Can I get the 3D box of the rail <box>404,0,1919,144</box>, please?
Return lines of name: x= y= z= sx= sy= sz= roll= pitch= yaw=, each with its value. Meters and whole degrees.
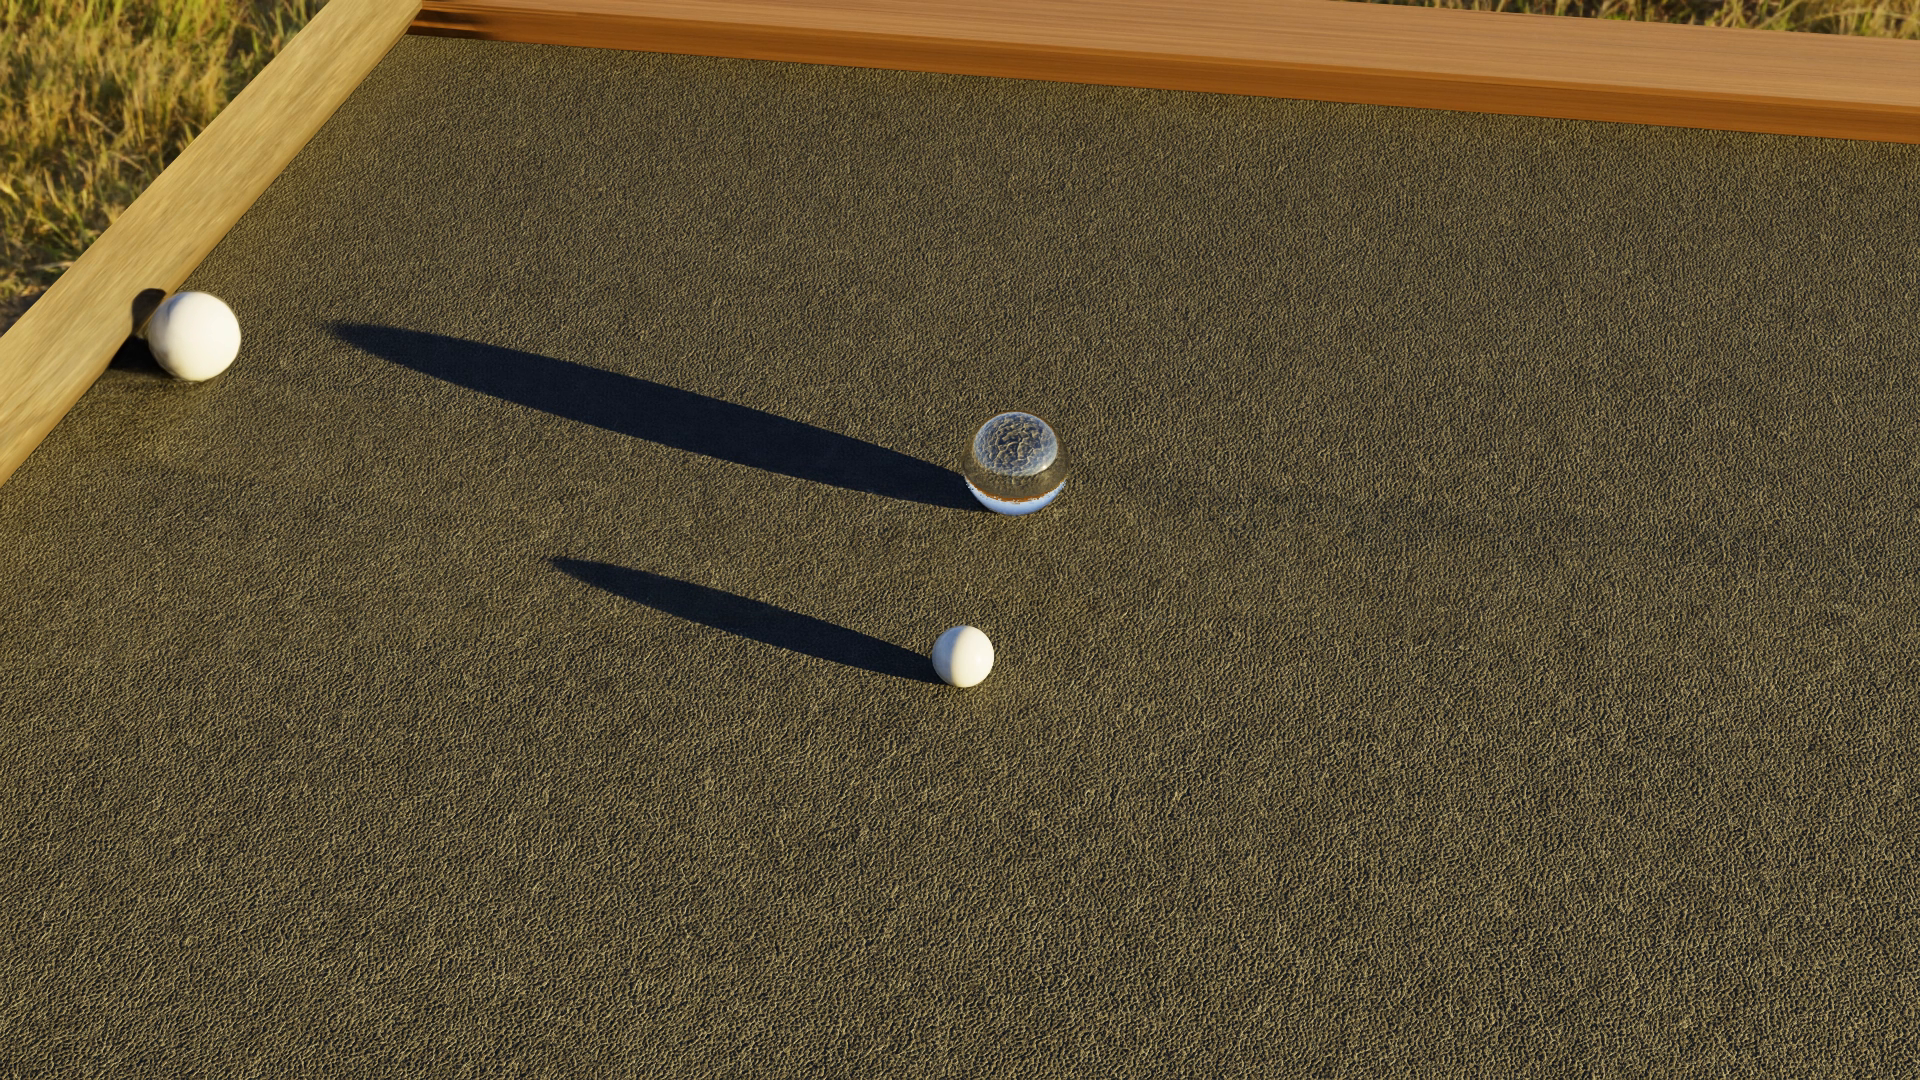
rail: x=0.948 y=-0.446 z=2.600 sx=3.205 sy=0.111 sz=0.045 roll=6 pitch=35 yaw=8

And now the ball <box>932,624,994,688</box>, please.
ball: x=0.002 y=0.085 z=1.879 sx=0.046 sy=0.046 sz=0.046 roll=0 pitch=34 yaw=0

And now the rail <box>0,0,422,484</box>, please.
rail: x=-0.766 y=-0.094 z=2.083 sx=0.045 sy=0.111 sz=1.876 roll=6 pitch=35 yaw=8

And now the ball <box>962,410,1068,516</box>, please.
ball: x=0.045 y=-0.062 z=2.060 sx=0.086 sy=0.086 sz=0.086 roll=0 pitch=34 yaw=0

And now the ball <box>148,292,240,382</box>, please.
ball: x=-0.668 y=-0.177 z=2.237 sx=0.078 sy=0.078 sz=0.078 roll=0 pitch=34 yaw=0
